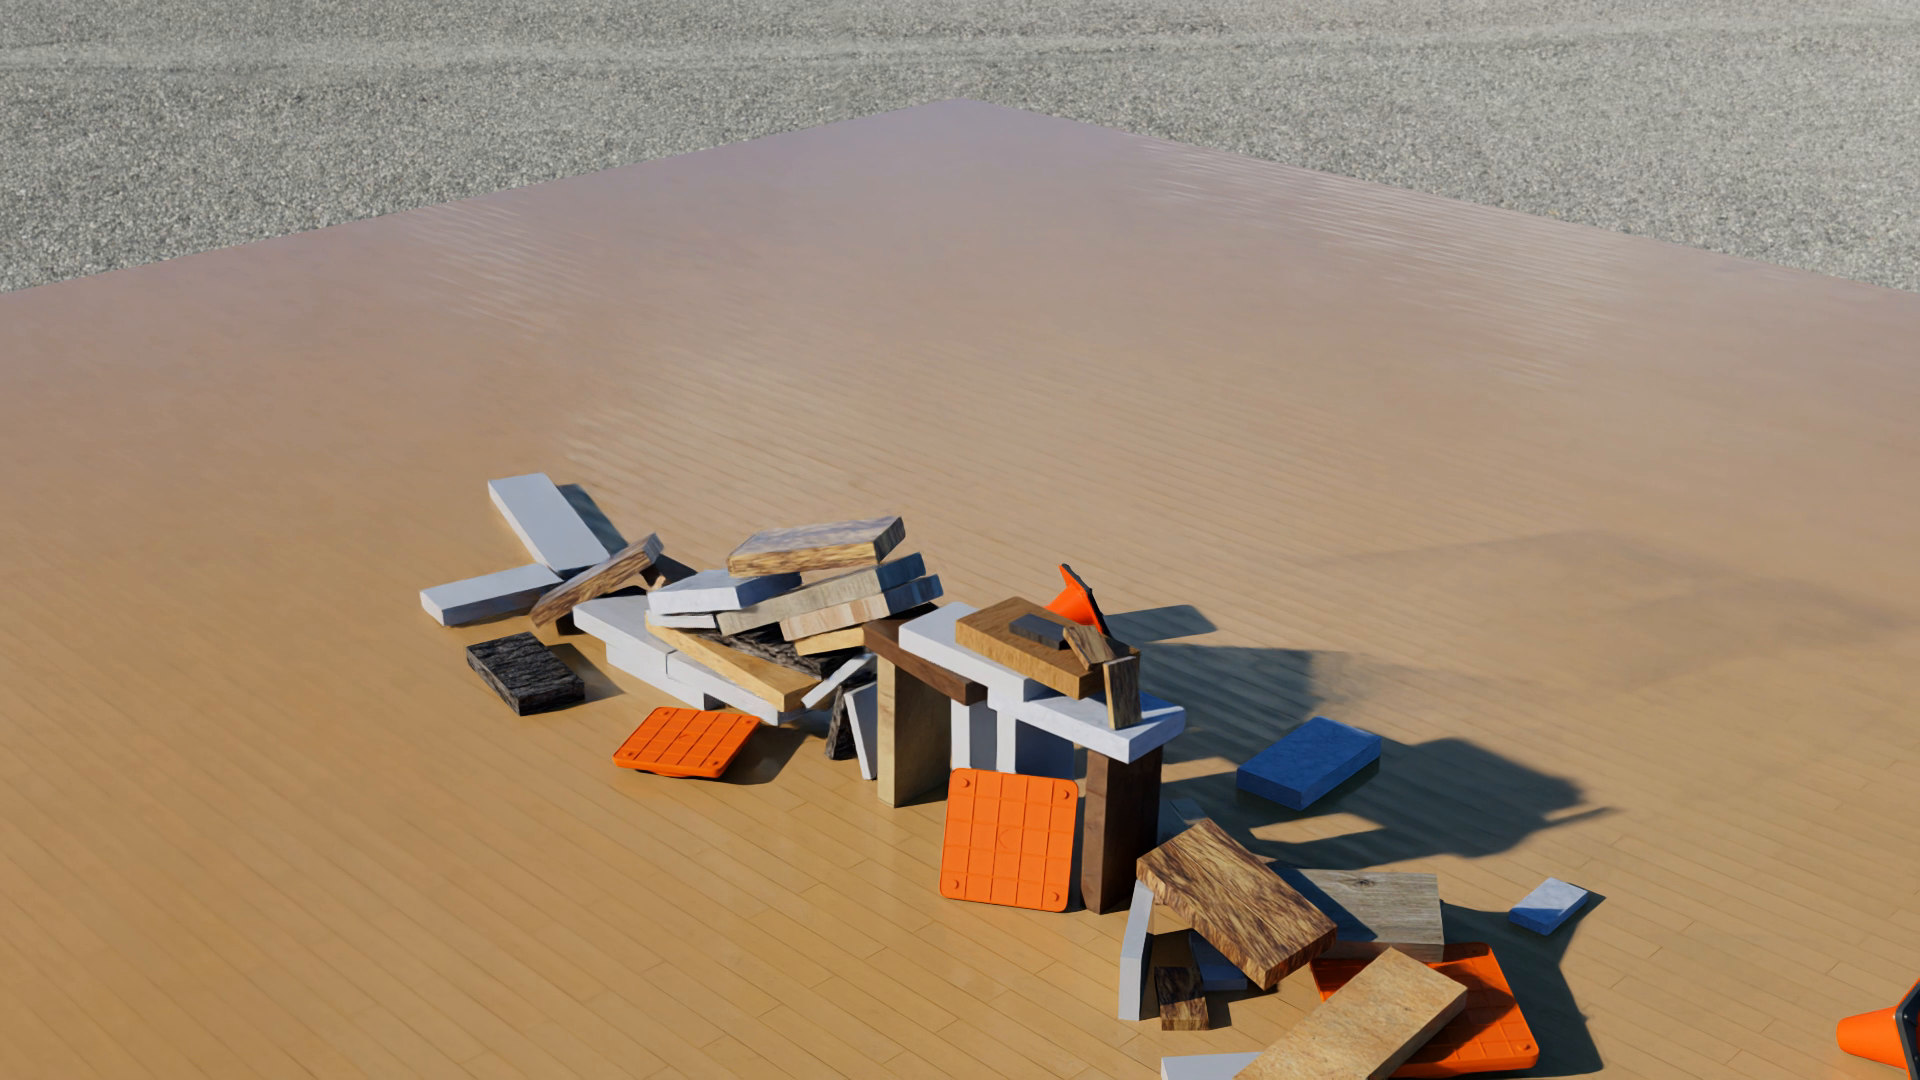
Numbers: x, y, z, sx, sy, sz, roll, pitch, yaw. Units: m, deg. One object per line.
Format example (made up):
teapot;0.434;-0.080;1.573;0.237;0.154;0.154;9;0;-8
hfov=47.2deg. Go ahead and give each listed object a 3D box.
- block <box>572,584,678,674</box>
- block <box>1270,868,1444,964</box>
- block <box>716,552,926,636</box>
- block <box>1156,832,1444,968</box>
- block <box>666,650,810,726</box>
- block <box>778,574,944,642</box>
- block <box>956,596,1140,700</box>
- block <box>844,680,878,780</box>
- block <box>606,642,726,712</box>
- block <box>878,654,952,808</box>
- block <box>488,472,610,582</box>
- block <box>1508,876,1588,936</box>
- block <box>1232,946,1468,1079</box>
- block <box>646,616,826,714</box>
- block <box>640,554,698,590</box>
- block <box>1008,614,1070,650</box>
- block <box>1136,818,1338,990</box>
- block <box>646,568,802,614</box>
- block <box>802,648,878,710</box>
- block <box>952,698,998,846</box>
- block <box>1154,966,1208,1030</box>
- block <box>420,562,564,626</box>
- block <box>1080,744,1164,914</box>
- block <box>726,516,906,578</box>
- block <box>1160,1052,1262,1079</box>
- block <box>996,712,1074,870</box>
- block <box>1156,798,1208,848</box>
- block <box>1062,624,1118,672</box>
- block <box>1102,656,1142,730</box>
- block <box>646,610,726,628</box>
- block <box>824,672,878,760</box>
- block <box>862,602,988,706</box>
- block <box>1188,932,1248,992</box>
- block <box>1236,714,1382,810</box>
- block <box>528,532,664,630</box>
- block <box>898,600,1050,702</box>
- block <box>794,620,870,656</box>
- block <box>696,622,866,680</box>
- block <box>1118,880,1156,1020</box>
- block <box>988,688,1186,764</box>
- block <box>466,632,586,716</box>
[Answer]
block;-0.718;0.203;5.090;0.177;0.050;0.354;-21;31;-40
block;0.682;0.667;3.917;0.338;0.048;0.169;1;37;5
block;-0.294;0.115;4.629;0.433;0.048;0.171;-16;3;33
block;0.615;0.663;4.051;0.531;0.048;0.169;13;26;11
block;-0.462;0.303;4.858;0.354;0.050;0.177;20;30;37
block;-0.206;0.141;4.550;0.327;0.046;0.163;-16;3;44
block;0.162;0.199;4.129;0.163;0.046;0.327;-20;31;-39
block;-0.180;0.395;4.592;0.093;0.186;0.026;-21;14;-40
block;-0.629;0.284;5.027;0.354;0.050;0.177;21;31;40
block;-0.092;0.361;4.477;0.048;0.337;0.168;21;31;38
block;-1.081;-0.035;5.786;0.156;0.044;0.679;-10;25;-23
block;1.102;0.685;4.118;0.078;0.022;0.157;19;30;38
block;0.592;0.854;3.571;0.156;0.044;0.589;25;39;38
block;-0.484;0.245;4.876;0.161;0.046;0.512;-19;31;-38
block;-0.686;0.102;5.312;0.161;0.046;0.321;27;5;-24
block;0.157;0.171;4.114;0.121;0.017;0.060;19;30;37
block;0.487;0.639;3.888;0.169;0.048;0.338;-26;43;-27
block;-0.514;0.106;4.778;0.171;0.048;0.342;-22;11;-39
block;-0.238;0.291;4.624;0.026;0.186;0.093;55;14;18
block;0.061;0.420;4.339;0.168;0.337;0.048;-21;30;-41
block;0.386;0.801;3.844;0.080;0.023;0.159;0;23;0
block;-1.143;0.132;5.383;0.312;0.044;0.156;-14;24;-30
block;0.303;0.517;4.112;0.048;0.336;0.168;21;31;37
block;-0.305;0.014;4.663;0.342;0.048;0.171;-6;17;22
block;0.466;0.894;3.607;0.253;0.036;0.126;-2;23;-5
block;0.146;0.454;4.260;0.168;0.336;0.048;-21;31;-41
block;0.436;0.605;4.278;0.156;0.044;0.312;-6;24;-15
block;0.240;0.198;4.035;0.060;0.017;0.121;-5;32;-20
block;0.294;0.276;3.971;0.060;0.121;0.017;-13;13;-28
block;-0.568;0.155;4.864;0.129;0.037;0.258;-22;14;-39
block;-0.228;0.371;4.644;0.093;0.186;0.026;-19;44;-41
block;-0.025;0.221;4.316;0.168;0.048;0.337;-17;28;-34
block;0.462;0.755;3.953;0.078;0.022;0.157;-2;23;-4
block;0.733;0.464;4.610;0.156;0.044;0.312;19;29;37
block;-0.866;0.096;5.247;0.321;0.046;0.161;-29;12;9
block;0.056;0.210;4.218;0.328;0.046;0.163;21;31;39
block;-0.216;0.192;4.556;0.129;0.037;0.258;-19;4;-40
block;-0.391;0.219;4.764;0.129;0.037;0.430;-19;23;-40
block;0.314;0.724;3.894;0.036;0.126;0.253;4;23;10
block;0.234;0.313;4.101;0.336;0.048;0.168;19;30;38
block;-0.989;0.301;4.994;0.156;0.044;0.312;-14;27;-30
